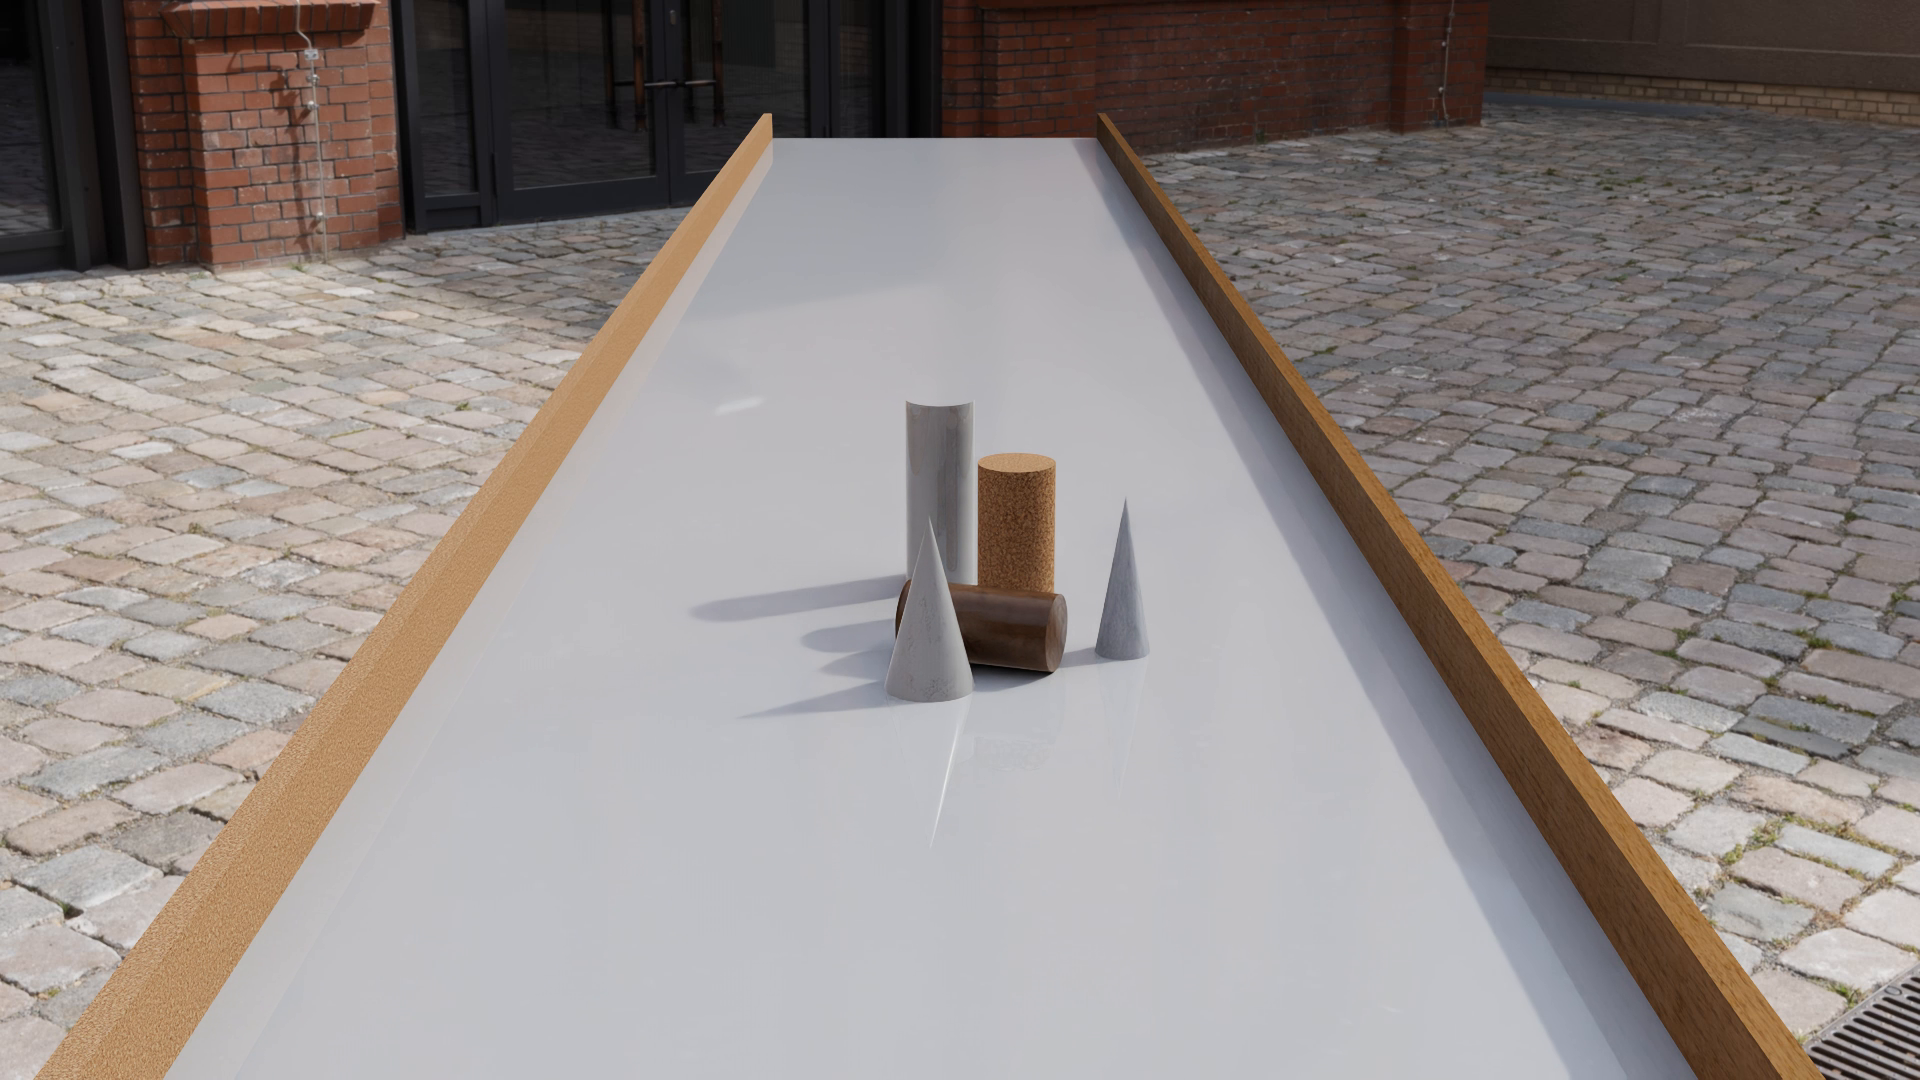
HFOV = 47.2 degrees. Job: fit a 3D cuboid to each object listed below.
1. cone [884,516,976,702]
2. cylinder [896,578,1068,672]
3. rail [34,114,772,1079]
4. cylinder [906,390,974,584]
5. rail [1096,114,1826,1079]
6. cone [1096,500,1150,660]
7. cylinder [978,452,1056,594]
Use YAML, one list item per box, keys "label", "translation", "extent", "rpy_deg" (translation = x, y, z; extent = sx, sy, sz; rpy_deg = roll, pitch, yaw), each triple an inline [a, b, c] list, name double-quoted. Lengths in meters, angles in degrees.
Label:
- label: "cone"
  translation: [-0.059, 0.118, 4.222]
  extent: [0.177, 0.346, 0.177]
  rpy_deg: [0, 17, 0]
- label: "cylinder"
  translation: [0.044, 0.169, 4.386]
  extent: [0.311, 0.155, 0.155]
  rpy_deg: [6, 17, 18]
- label: "rail"
  translation: [-1.118, -0.838, 7.780]
  extent: [0.050, 0.150, 12.000]
  rpy_deg: [0, 17, -1]
- label: "cylinder"
  translation: [-0.044, -0.111, 4.869]
  extent: [0.153, 0.416, 0.153]
  rpy_deg: [0, 17, 0]
- label: "rail"
  translation: [0.932, -0.844, 7.801]
  extent: [0.050, 0.150, 12.000]
  rpy_deg: [0, 17, -1]
- label: "cone"
  translation: [0.330, 0.068, 4.421]
  extent: [0.111, 0.328, 0.111]
  rpy_deg: [0, 17, 0]
- label: "cylinder"
  translation: [0.119, -0.004, 4.658]
  extent: [0.164, 0.331, 0.164]
  rpy_deg: [0, 17, 0]
